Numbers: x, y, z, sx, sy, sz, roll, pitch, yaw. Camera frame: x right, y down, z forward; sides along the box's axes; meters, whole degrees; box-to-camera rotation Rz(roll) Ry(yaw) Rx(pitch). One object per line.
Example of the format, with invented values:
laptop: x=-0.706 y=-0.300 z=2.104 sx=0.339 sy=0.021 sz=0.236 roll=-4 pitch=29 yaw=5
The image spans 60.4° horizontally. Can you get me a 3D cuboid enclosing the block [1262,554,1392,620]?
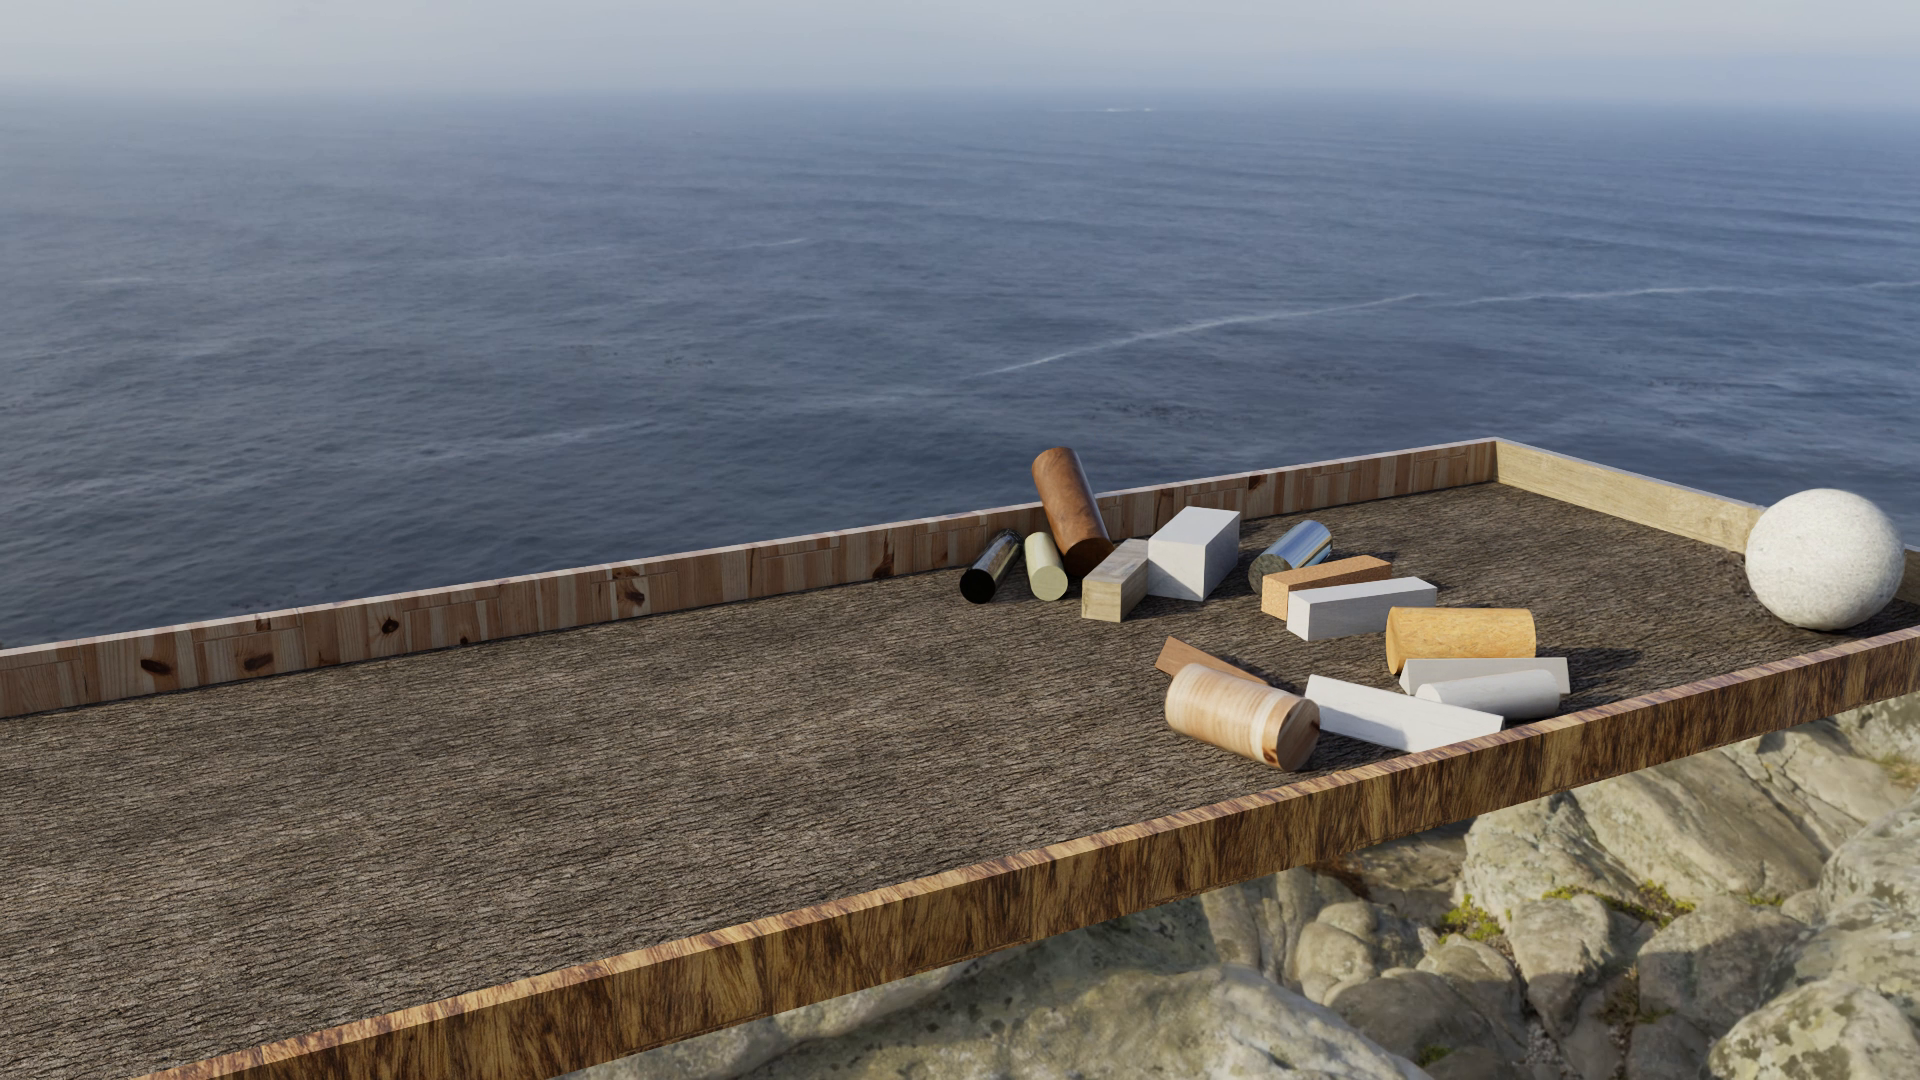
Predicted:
block: x=1.050 y=0.134 z=4.713 sx=0.395 sy=0.104 sz=0.104 roll=-10 pitch=19 yaw=-30

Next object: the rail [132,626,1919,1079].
rail: x=-2.336 y=1.006 z=1.665 sx=12.000 sy=0.150 sz=0.050 roll=-9 pitch=18 yaw=-27

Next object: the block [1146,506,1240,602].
block: x=0.702 y=0.036 z=4.933 sx=0.168 sy=0.168 sz=0.399 roll=7 pitch=18 yaw=23

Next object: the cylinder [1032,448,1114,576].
cylinder: x=0.345 y=-0.090 z=5.071 sx=0.161 sy=0.161 sz=0.418 roll=-4 pitch=44 yaw=-12

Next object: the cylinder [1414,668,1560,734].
cylinder: x=1.238 y=0.376 z=3.871 sx=0.318 sy=0.114 sz=0.114 roll=-6 pitch=17 yaw=-17

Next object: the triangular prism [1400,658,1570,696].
triangular prism: x=1.301 y=0.330 z=4.084 sx=0.398 sy=0.078 sz=0.091 roll=0 pitch=16 yaw=-2

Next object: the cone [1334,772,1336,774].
cone: x=0.921 y=0.525 z=3.471 sx=0.346 sy=0.111 sz=0.111 roll=-1 pitch=14 yaw=-38

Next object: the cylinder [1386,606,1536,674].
cylinder: x=1.264 y=0.257 z=4.177 sx=0.331 sy=0.172 sz=0.172 roll=1 pitch=16 yaw=3

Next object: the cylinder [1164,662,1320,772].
cylinder: x=0.634 y=0.396 z=3.714 sx=0.166 sy=0.166 sz=0.307 roll=-15 pitch=22 yaw=-42

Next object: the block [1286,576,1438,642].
block: x=1.104 y=0.187 z=4.528 sx=0.403 sy=0.107 sz=0.107 roll=-6 pitch=17 yaw=-19

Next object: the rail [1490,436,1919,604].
rail: x=2.466 y=-0.048 z=5.253 sx=0.050 sy=0.150 sz=2.100 roll=-9 pitch=18 yaw=-27

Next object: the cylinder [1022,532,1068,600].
cylinder: x=0.251 y=0.076 z=4.908 sx=0.107 sy=0.107 sz=0.347 roll=0 pitch=16 yaw=-2

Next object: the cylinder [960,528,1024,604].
cylinder: x=0.100 y=0.074 z=4.917 sx=0.106 sy=0.106 sz=0.430 roll=4 pitch=17 yaw=13

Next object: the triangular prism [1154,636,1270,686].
triangular prism: x=0.636 y=0.329 z=4.088 sx=0.091 sy=0.079 sz=0.383 roll=-10 pitch=19 yaw=-29

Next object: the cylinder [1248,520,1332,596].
cylinder: x=0.988 y=0.057 z=4.915 sx=0.139 sy=0.139 sz=0.401 roll=8 pitch=18 yaw=26

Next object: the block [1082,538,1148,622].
block: x=0.475 y=0.112 z=4.776 sx=0.112 sy=0.112 sz=0.440 roll=7 pitch=18 yaw=21

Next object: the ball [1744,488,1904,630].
ball: x=2.349 y=0.054 z=4.487 sx=0.386 sy=0.386 sz=0.386 roll=0 pitch=16 yaw=0

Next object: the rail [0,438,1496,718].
rail: x=-3.305 y=0.497 z=3.399 sx=12.000 sy=0.150 sz=0.050 roll=-9 pitch=18 yaw=-27
